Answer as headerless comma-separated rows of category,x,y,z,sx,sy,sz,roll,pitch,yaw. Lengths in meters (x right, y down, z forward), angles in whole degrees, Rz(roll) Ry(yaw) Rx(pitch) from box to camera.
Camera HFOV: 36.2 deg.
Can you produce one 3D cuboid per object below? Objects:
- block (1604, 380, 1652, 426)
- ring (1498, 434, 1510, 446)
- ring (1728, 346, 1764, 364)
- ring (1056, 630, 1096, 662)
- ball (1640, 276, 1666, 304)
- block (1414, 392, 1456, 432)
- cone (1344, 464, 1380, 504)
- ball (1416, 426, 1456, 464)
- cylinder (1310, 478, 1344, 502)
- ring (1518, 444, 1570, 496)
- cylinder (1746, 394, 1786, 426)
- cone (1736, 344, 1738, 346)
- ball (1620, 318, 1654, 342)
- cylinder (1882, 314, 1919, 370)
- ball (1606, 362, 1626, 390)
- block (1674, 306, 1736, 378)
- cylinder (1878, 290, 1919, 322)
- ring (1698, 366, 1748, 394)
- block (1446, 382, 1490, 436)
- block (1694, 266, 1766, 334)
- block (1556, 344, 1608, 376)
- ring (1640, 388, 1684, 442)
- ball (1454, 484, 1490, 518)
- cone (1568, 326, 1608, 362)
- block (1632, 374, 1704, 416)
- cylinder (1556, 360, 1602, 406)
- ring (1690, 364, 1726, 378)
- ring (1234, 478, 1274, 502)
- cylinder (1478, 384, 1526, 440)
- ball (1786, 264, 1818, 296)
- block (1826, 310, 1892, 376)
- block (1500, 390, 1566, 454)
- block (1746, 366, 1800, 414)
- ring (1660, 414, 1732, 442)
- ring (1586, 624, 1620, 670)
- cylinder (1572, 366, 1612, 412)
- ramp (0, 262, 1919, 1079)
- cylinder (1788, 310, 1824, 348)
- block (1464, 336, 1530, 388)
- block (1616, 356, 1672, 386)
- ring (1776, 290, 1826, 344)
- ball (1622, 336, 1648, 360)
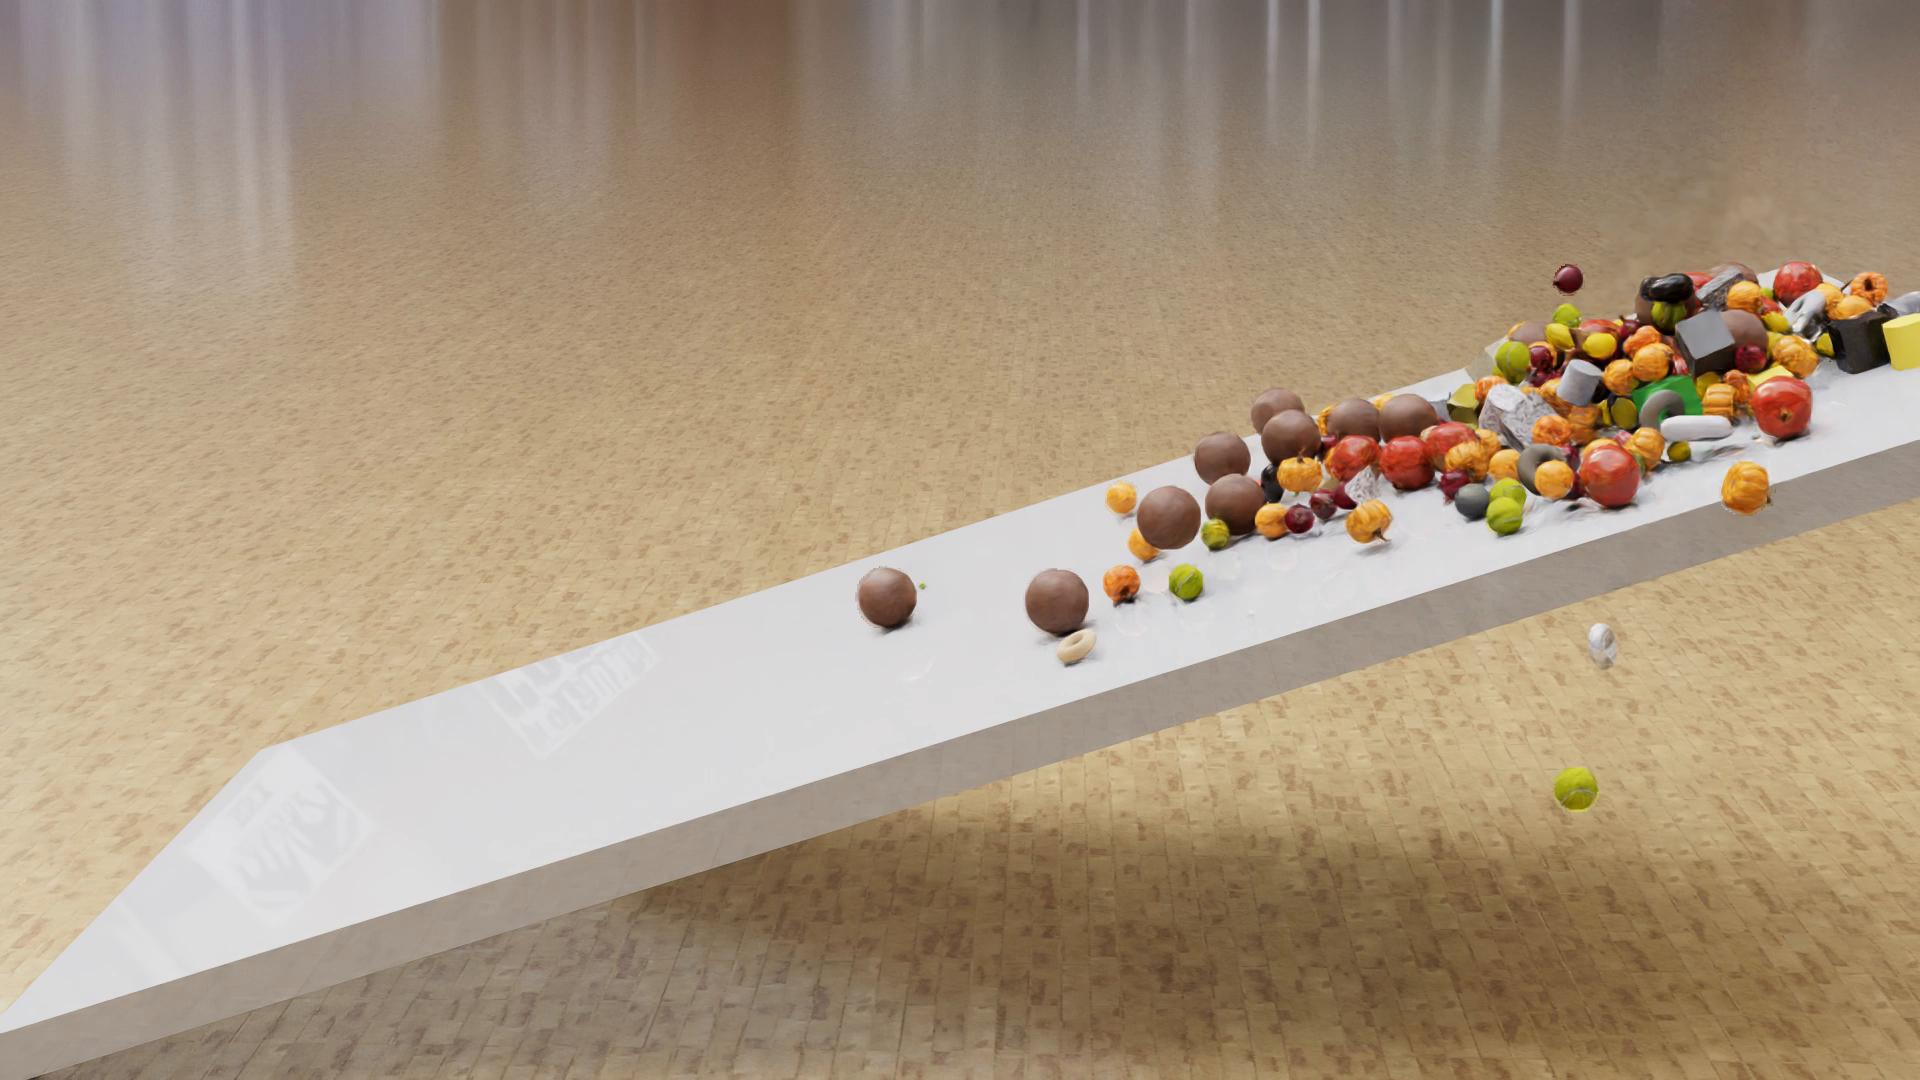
block,1.368,-0.278,5.983,0.069,0.069,0.069,-32,21,-34
ring,1.136,-0.231,6.055,0.027,0.081,0.081,29,18,9
ring,1.645,-0.386,6.161,0.079,0.026,0.079,-6,-10,-1
ring,0.222,0.201,5.588,0.084,0.028,0.084,-29,18,11
ball,1.439,-0.520,6.111,0.055,0.055,0.055,0,12,0
block,1.059,-0.277,6.527,0.076,0.076,0.076,-15,11,19
cone,0.805,-0.123,5.832,0.072,0.072,0.072,3,44,-3
ball,1.006,-0.200,6.206,0.083,0.083,0.083,0,12,0
cylinder,0.773,-0.105,6.200,0.052,0.052,0.052,-5,3,-24
ring,1.110,-0.134,5.594,0.106,0.106,0.035,-3,-16,-14
cylinder,1.538,-0.248,5.617,0.054,0.054,0.054,-4,-9,-17
cone,1.669,-0.430,6.400,0.056,0.056,0.056,19,19,27
ball,1.536,-0.465,6.672,0.075,0.075,0.075,0,12,0
cylinder,1.842,-0.384,5.700,0.087,0.087,0.087,-18,11,3
ball,1.380,-0.335,6.119,0.068,0.068,0.068,0,12,0
block,1.464,-0.388,5.782,0.086,0.086,0.086,-24,-24,3
cylinder,1.913,-0.454,5.957,0.079,0.079,0.079,-31,24,-21
ring,1.562,-0.326,6.019,0.106,0.035,0.106,-20,4,2
block,1.104,-0.282,6.326,0.073,0.073,0.073,16,50,41
block,1.578,-0.489,6.030,0.096,0.096,0.096,-36,7,12
block,1.395,-0.402,6.597,0.072,0.072,0.072,-24,12,-25
ring,1.372,-0.243,5.746,0.106,0.106,0.035,-7,13,-32
ball,0.984,-0.075,5.649,0.068,0.068,0.068,0,12,0
cone,1.302,-0.425,6.170,0.077,0.077,0.077,36,2,-17
block,1.404,-0.269,5.834,0.089,0.089,0.089,-22,6,-14
cylinder,1.244,-0.316,5.908,0.070,0.070,0.070,15,27,-8
ring,1.577,-0.361,6.204,0.077,0.026,0.077,-16,7,2
ring,0.651,-0.110,6.498,0.093,0.031,0.093,-21,8,3
cylinder,1.132,-0.267,6.135,0.083,0.083,0.083,5,46,-6
ball,1.911,-0.591,6.676,0.072,0.072,0.072,0,12,0
block,1.784,-0.391,5.814,0.095,0.095,0.095,-18,11,4
block,1.149,-0.225,5.896,0.093,0.093,0.093,-40,-20,-1
block,1.571,-0.285,5.679,0.071,0.071,0.071,-18,18,4
ring,1.383,-0.209,5.526,0.132,0.044,0.132,0,-3,0
ring,1.053,0.174,4.819,0.026,0.077,0.077,-22,-6,42
cylinder,1.342,-0.320,6.197,0.092,0.092,0.092,-7,3,-30
ramp,0.103,0.182,6.308,4.000,0.100,2.000,-18,11,5
cylinder,1.694,-0.422,5.887,0.053,0.053,0.053,35,-13,9
block,1.227,-0.395,6.725,0.086,0.086,0.086,-27,-16,-38
block,1.404,-0.319,6.041,0.080,0.080,0.080,-30,37,-33
ring,1.718,-0.456,6.006,0.042,0.126,0.126,38,12,-4
ball,1.399,-0.398,6.100,0.053,0.053,0.053,0,12,0
